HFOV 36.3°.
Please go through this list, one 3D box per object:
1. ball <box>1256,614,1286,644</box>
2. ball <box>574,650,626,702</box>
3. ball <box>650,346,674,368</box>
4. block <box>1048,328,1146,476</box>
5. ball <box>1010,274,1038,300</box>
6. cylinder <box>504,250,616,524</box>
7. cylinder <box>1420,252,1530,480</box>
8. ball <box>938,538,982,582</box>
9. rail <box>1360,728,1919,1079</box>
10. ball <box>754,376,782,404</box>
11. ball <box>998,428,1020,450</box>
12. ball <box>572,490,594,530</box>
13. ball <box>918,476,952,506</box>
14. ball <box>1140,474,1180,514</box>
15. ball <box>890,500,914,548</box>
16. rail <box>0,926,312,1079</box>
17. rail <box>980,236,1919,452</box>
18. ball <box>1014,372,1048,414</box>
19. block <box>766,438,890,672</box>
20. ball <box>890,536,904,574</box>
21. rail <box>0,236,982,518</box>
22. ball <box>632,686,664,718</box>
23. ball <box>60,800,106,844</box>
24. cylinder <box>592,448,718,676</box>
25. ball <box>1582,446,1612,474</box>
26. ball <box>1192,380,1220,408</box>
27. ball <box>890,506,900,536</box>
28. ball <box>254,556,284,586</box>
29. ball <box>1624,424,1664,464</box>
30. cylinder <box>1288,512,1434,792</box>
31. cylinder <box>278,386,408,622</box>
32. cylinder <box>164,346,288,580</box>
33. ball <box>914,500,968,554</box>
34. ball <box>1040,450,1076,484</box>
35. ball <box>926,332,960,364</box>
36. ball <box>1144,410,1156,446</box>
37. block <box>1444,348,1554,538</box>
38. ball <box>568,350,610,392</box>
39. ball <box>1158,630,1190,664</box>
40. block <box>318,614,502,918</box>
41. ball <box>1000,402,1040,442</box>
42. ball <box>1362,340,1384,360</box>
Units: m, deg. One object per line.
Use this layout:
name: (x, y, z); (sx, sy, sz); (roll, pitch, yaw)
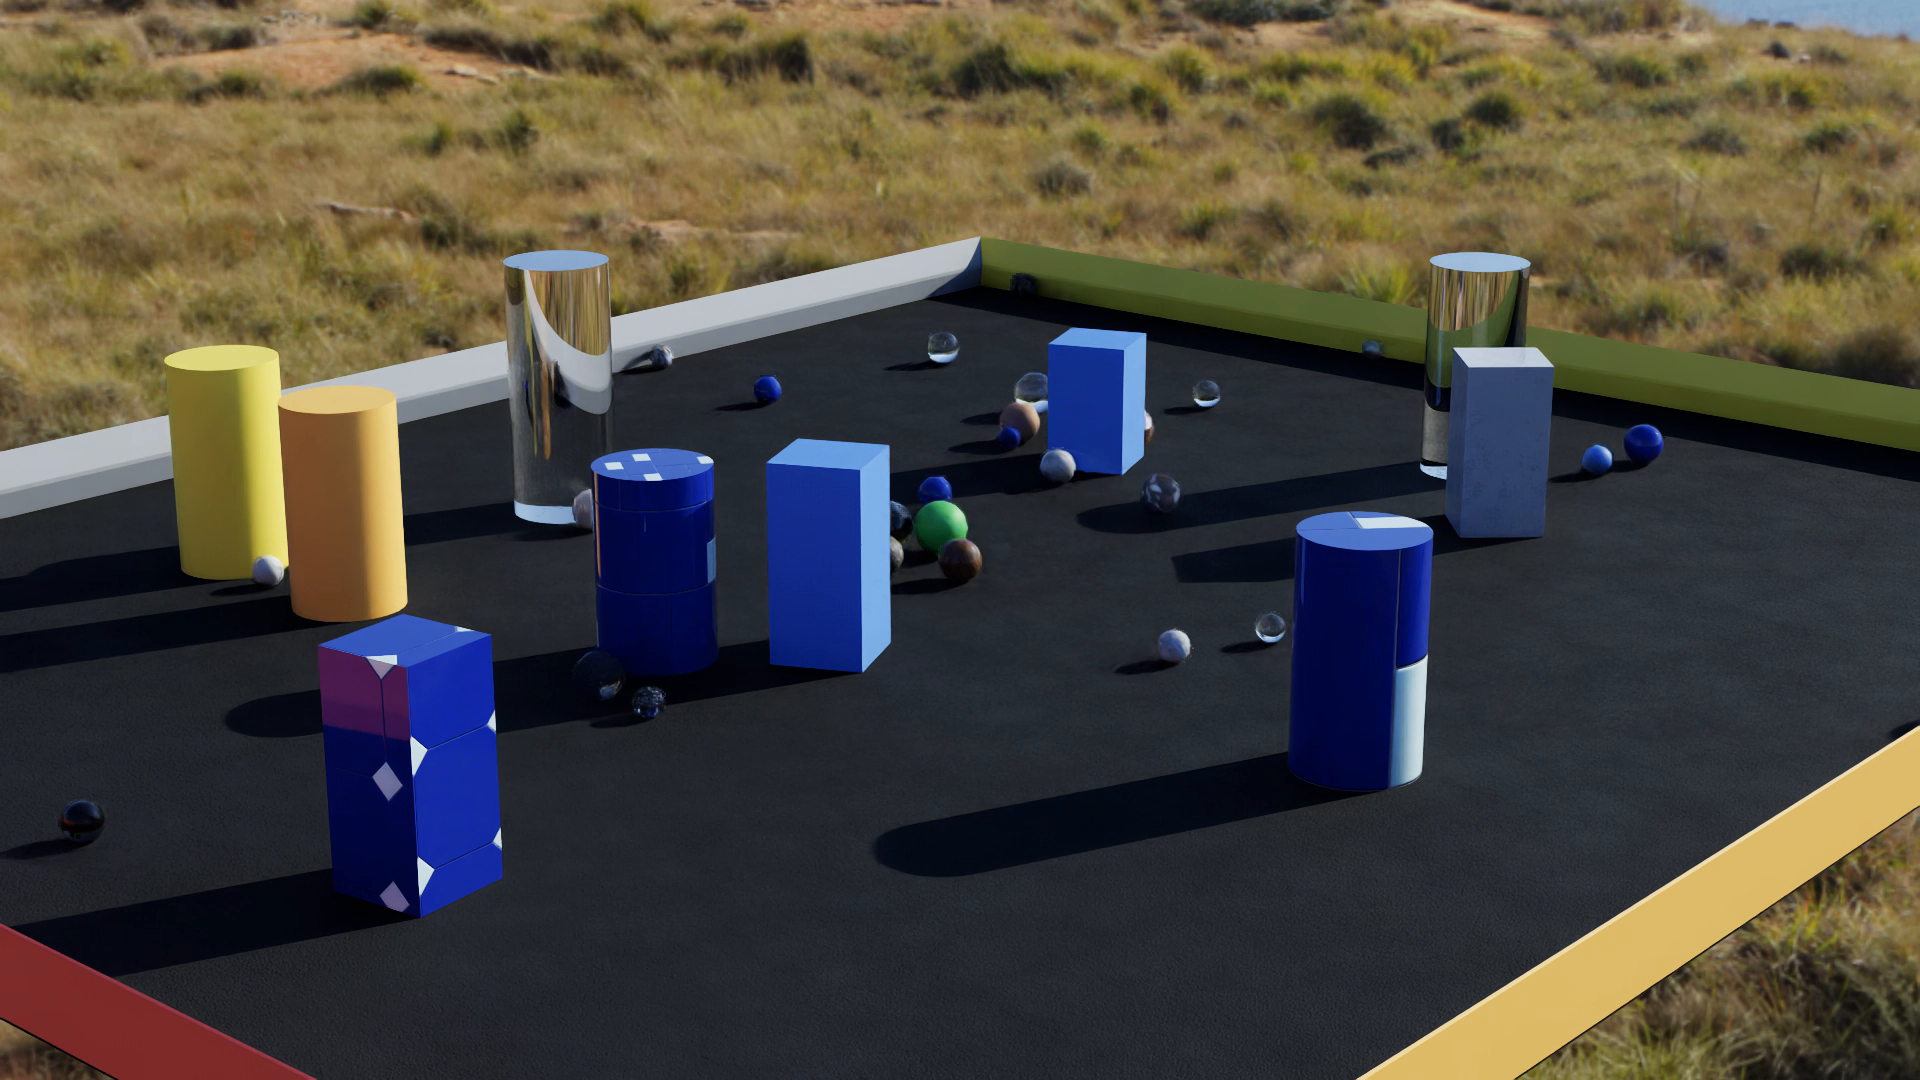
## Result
ball: (0.517, 0.147, 4.878); (0.050, 0.050, 0.050); (0, 17, 0)
ball: (-0.565, 0.213, 4.606); (0.081, 0.081, 0.081); (0, 17, 0)
ball: (-0.688, -0.421, 6.757); (0.053, 0.053, 0.053); (0, 17, 0)
block: (0.277, -0.283, 5.943); (0.158, 0.258, 0.158); (6, 18, 19)
ball: (0.164, -0.644, 7.470); (0.068, 0.068, 0.068); (0, 17, 0)
cylinder: (-0.759, -0.292, 5.578); (0.197, 0.487, 0.197); (0, 17, 0)
cylinder: (1.030, -0.347, 5.867); (0.197, 0.425, 0.197); (0, 17, 0)
ball: (0.000, 0.036, 5.198); (0.078, 0.078, 0.078); (0, 17, 0)
rail: (1.255, 0.347, 4.076); (0.045, 0.128, 4.047); (14, 22, 39)
ball: (-0.423, -0.329, 6.434); (0.062, 0.062, 0.062); (0, 17, 0)
ball: (0.102, -0.210, 6.068); (0.047, 0.047, 0.047); (0, 17, 0)
ball: (-0.691, -0.058, 5.511); (0.077, 0.077, 0.077); (0, 17, 0)
ball: (-0.047, -0.090, 5.635); (0.066, 0.066, 0.066); (0, 17, 0)
ball: (0.383, -0.088, 5.611); (0.077, 0.077, 0.077); (0, 17, 0)
ball: (-0.132, -0.024, 5.368); (0.095, 0.095, 0.095); (0, 17, 0)
rail: (-1.311, 0.468, 3.674); (3.373, 0.128, 0.045); (14, 22, 39)
rail: (1.311, -0.404, 6.566); (3.373, 0.128, 0.045); (14, 22, 39)
ball: (0.162, -0.318, 6.349); (0.091, 0.091, 0.091); (0, 17, 0)
block: (-0.213, 0.024, 4.783); (0.158, 0.340, 0.158); (5, 17, 15)
ball: (-0.138, 0.027, 5.231); (0.075, 0.075, 0.075); (0, 17, 0)
rail: (-1.255, -0.282, 6.164); (0.045, 0.128, 4.047); (14, 22, 39)
ball: (-0.482, 0.250, 4.537); (0.049, 0.049, 0.049); (0, 17, 0)
ball: (-1.214, 0.390, 4.057); (0.059, 0.059, 0.059); (0, 17, 0)
cylinder: (-0.496, 0.035, 4.768); (0.197, 0.328, 0.197); (0, 17, 0)
ball: (1.279, -0.160, 5.882); (0.059, 0.059, 0.059); (0, 17, 0)
ball: (0.539, -0.319, 6.407); (0.060, 0.060, 0.060); (0, 17, 0)
ball: (-0.145, -0.034, 5.451); (0.065, 0.065, 0.065); (0, 17, 0)
ball: (-1.220, 0.055, 5.176); (0.054, 0.054, 0.054); (0, 17, 0)
ball: (1.390, -0.196, 5.963); (0.079, 0.079, 0.079); (0, 17, 0)
cylinder: (0.584, 0.161, 4.285); (0.197, 0.365, 0.197); (0, 17, 0)
cylinder: (-1.058, -0.064, 5.030); (0.197, 0.366, 0.197); (0, 17, 0)
cylinder: (-1.310, -0.141, 5.255); (0.197, 0.383, 0.197); (0, 17, 0)
ball: (-0.036, -0.022, 5.355); (0.099, 0.099, 0.099); (0, 17, 0)
ball: (0.194, -0.145, 5.813); (0.070, 0.070, 0.070); (0, 17, 0)
ball: (-0.039, -0.446, 6.803); (0.075, 0.075, 0.075); (0, 17, 0)
ball: (0.361, -0.230, 6.065); (0.087, 0.087, 0.087); (0, 17, 0)
block: (1.009, -0.184, 5.496); (0.158, 0.326, 0.158); (0, 17, -1)
ball: (-0.828, -0.377, 6.547); (0.090, 0.090, 0.090); (0, 17, 0)
ball: (0.349, 0.173, 4.781); (0.055, 0.055, 0.055); (0, 17, 0)
block: (-0.724, 0.296, 3.874); (0.158, 0.345, 0.158); (11, 20, 32)
ball: (0.125, -0.246, 6.123); (0.084, 0.084, 0.084); (0, 17, 0)
ball: (0.964, -0.442, 6.832); (0.049, 0.049, 0.049); (0, 17, 0)
